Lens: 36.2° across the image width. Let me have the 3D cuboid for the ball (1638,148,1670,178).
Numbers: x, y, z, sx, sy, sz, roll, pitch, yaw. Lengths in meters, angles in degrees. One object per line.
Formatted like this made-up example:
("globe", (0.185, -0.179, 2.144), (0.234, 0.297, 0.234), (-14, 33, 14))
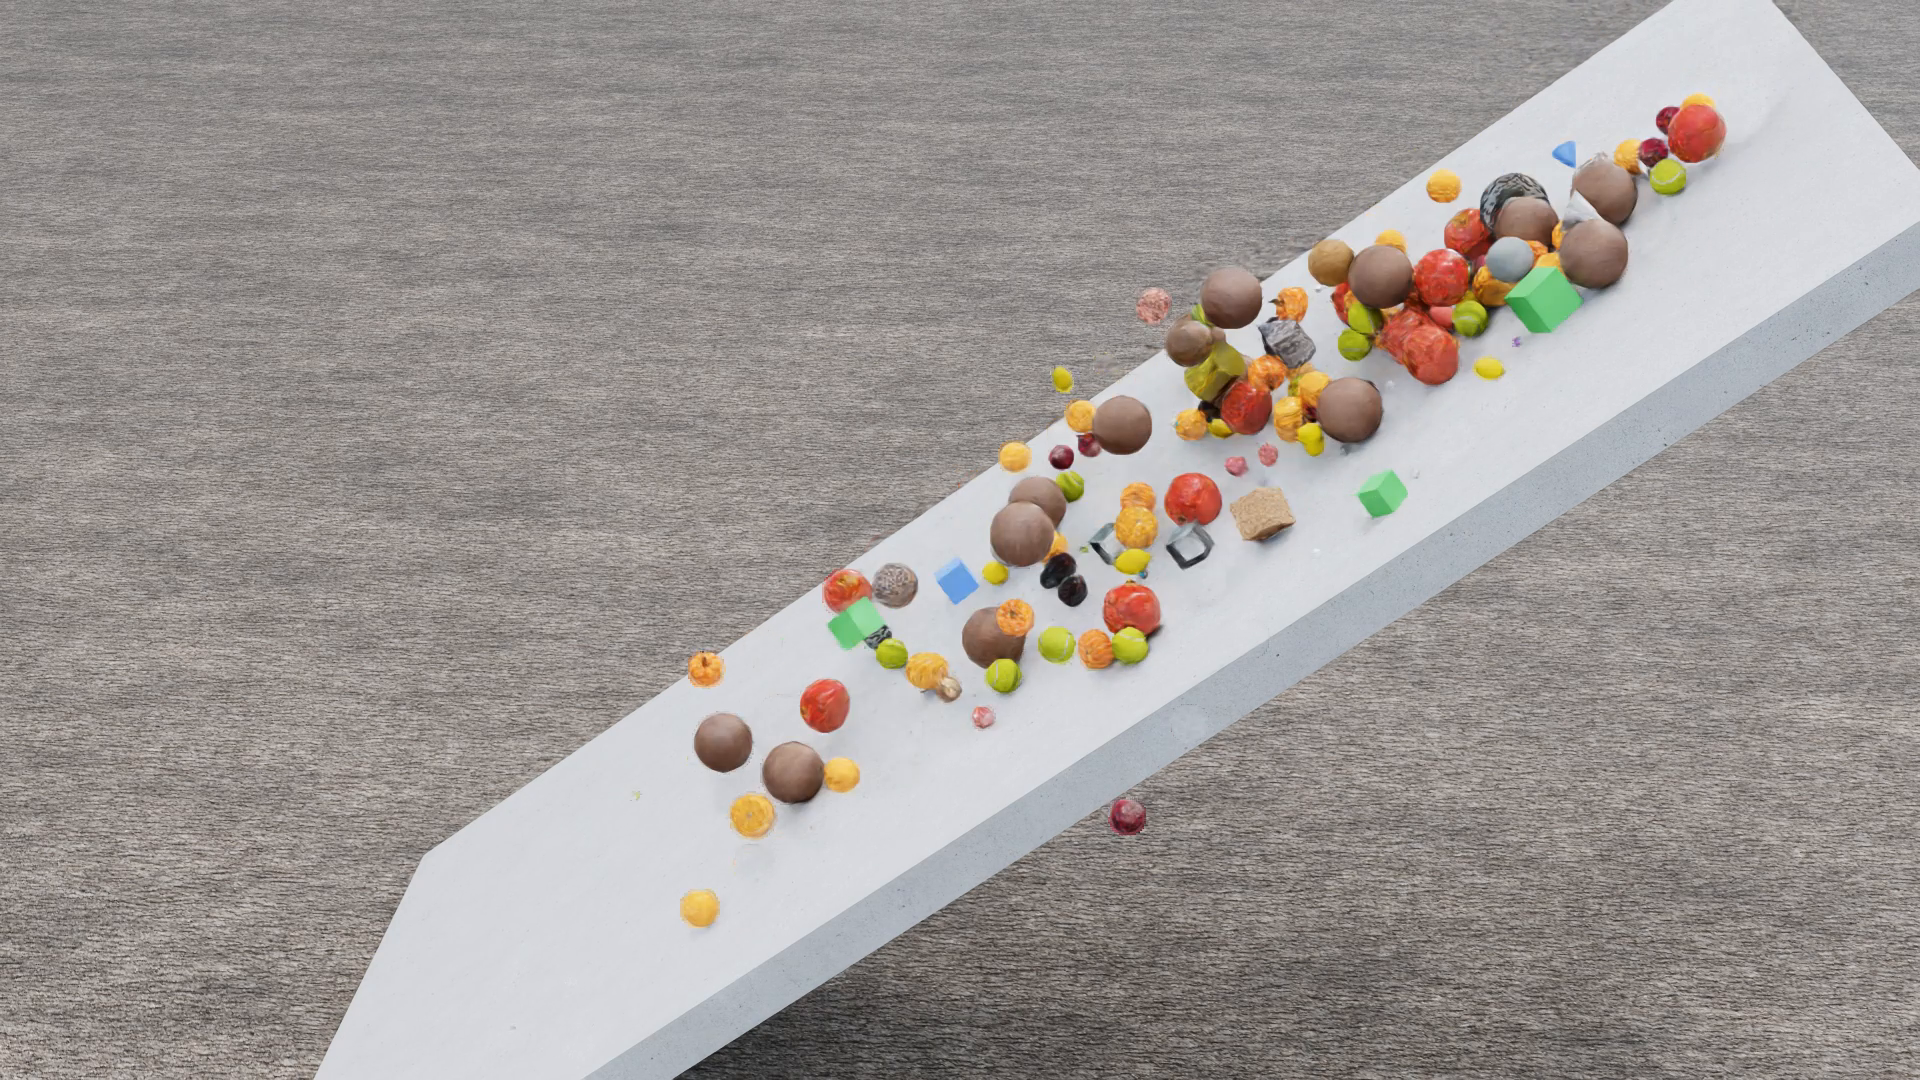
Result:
("ball", (1.372, -0.746, 5.815), (0.059, 0.059, 0.059), (0, 23, 0))

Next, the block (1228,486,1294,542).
("block", (0.572, -0.049, 5.570), (0.076, 0.076, 0.076), (-31, -16, 35))

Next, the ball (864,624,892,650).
("ball", (-0.185, 0.215, 6.618), (0.066, 0.066, 0.066), (0, 23, 0))

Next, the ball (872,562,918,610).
("ball", (-0.130, 0.091, 5.900), (0.094, 0.094, 0.094), (0, 23, 0))

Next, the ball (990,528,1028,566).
("ball", (0.107, 0.014, 6.406), (0.085, 0.085, 0.085), (0, 23, 0))

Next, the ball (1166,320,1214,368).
("ball", (0.458, -0.392, 5.874), (0.096, 0.096, 0.096), (0, 23, 0))

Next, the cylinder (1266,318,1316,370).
("cylinder", (0.665, -0.393, 5.905), (0.072, 0.072, 0.072), (-35, 25, 19))

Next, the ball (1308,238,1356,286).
("ball", (0.765, -0.571, 6.052), (0.098, 0.098, 0.098), (0, 23, 0))

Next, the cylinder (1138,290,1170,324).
("cylinder", (0.442, -0.532, 6.709), (0.070, 0.070, 0.070), (4, 14, 9))

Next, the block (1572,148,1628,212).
("block", (1.280, -0.721, 5.891), (0.076, 0.076, 0.076), (41, 30, -9))

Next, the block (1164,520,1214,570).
("block", (0.450, 0.009, 5.767), (0.061, 0.061, 0.061), (-28, 17, 33))

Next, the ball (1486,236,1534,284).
("ball", (1.065, -0.542, 5.694), (0.091, 0.091, 0.091), (0, 23, 0))

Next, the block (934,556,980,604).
("block", (-0.007, 0.090, 6.563), (0.069, 0.069, 0.069), (-38, 16, 4))

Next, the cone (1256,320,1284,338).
("cone", (0.635, -0.428, 6.023), (0.077, 0.077, 0.077), (25, 33, 34))

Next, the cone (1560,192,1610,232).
("cone", (1.205, -0.615, 5.631), (0.085, 0.085, 0.085), (22, 28, 16))

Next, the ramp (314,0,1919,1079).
("ramp", (0.129, 0.179, 6.321), (4.000, 0.100, 2.000), (-34, 16, 16))

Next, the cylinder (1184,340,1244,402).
("cylinder", (0.527, -0.349, 6.094), (0.091, 0.091, 0.091), (22, 44, -23))

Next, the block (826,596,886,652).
("block", (-0.231, 0.186, 6.538), (0.077, 0.077, 0.077), (-36, 0, 43))

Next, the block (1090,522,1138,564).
("block", (0.317, 0.007, 6.078), (0.060, 0.060, 0.060), (-44, 16, -20))

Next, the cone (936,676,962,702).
("cone", (-0.017, 0.302, 5.900), (0.052, 0.052, 0.052), (-6, 3, -13))

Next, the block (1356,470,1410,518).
("block", (0.765, -0.083, 5.326), (0.056, 0.056, 0.056), (-17, 27, 54))

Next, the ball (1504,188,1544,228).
("ball", (1.164, -0.685, 6.072), (0.082, 0.082, 0.082), (0, 23, 0))

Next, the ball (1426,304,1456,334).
("ball", (0.963, -0.443, 5.883), (0.060, 0.060, 0.060), (0, 23, 0))

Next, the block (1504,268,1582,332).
("block", (1.100, -0.453, 5.544), (0.087, 0.087, 0.087), (-43, 15, -10))
